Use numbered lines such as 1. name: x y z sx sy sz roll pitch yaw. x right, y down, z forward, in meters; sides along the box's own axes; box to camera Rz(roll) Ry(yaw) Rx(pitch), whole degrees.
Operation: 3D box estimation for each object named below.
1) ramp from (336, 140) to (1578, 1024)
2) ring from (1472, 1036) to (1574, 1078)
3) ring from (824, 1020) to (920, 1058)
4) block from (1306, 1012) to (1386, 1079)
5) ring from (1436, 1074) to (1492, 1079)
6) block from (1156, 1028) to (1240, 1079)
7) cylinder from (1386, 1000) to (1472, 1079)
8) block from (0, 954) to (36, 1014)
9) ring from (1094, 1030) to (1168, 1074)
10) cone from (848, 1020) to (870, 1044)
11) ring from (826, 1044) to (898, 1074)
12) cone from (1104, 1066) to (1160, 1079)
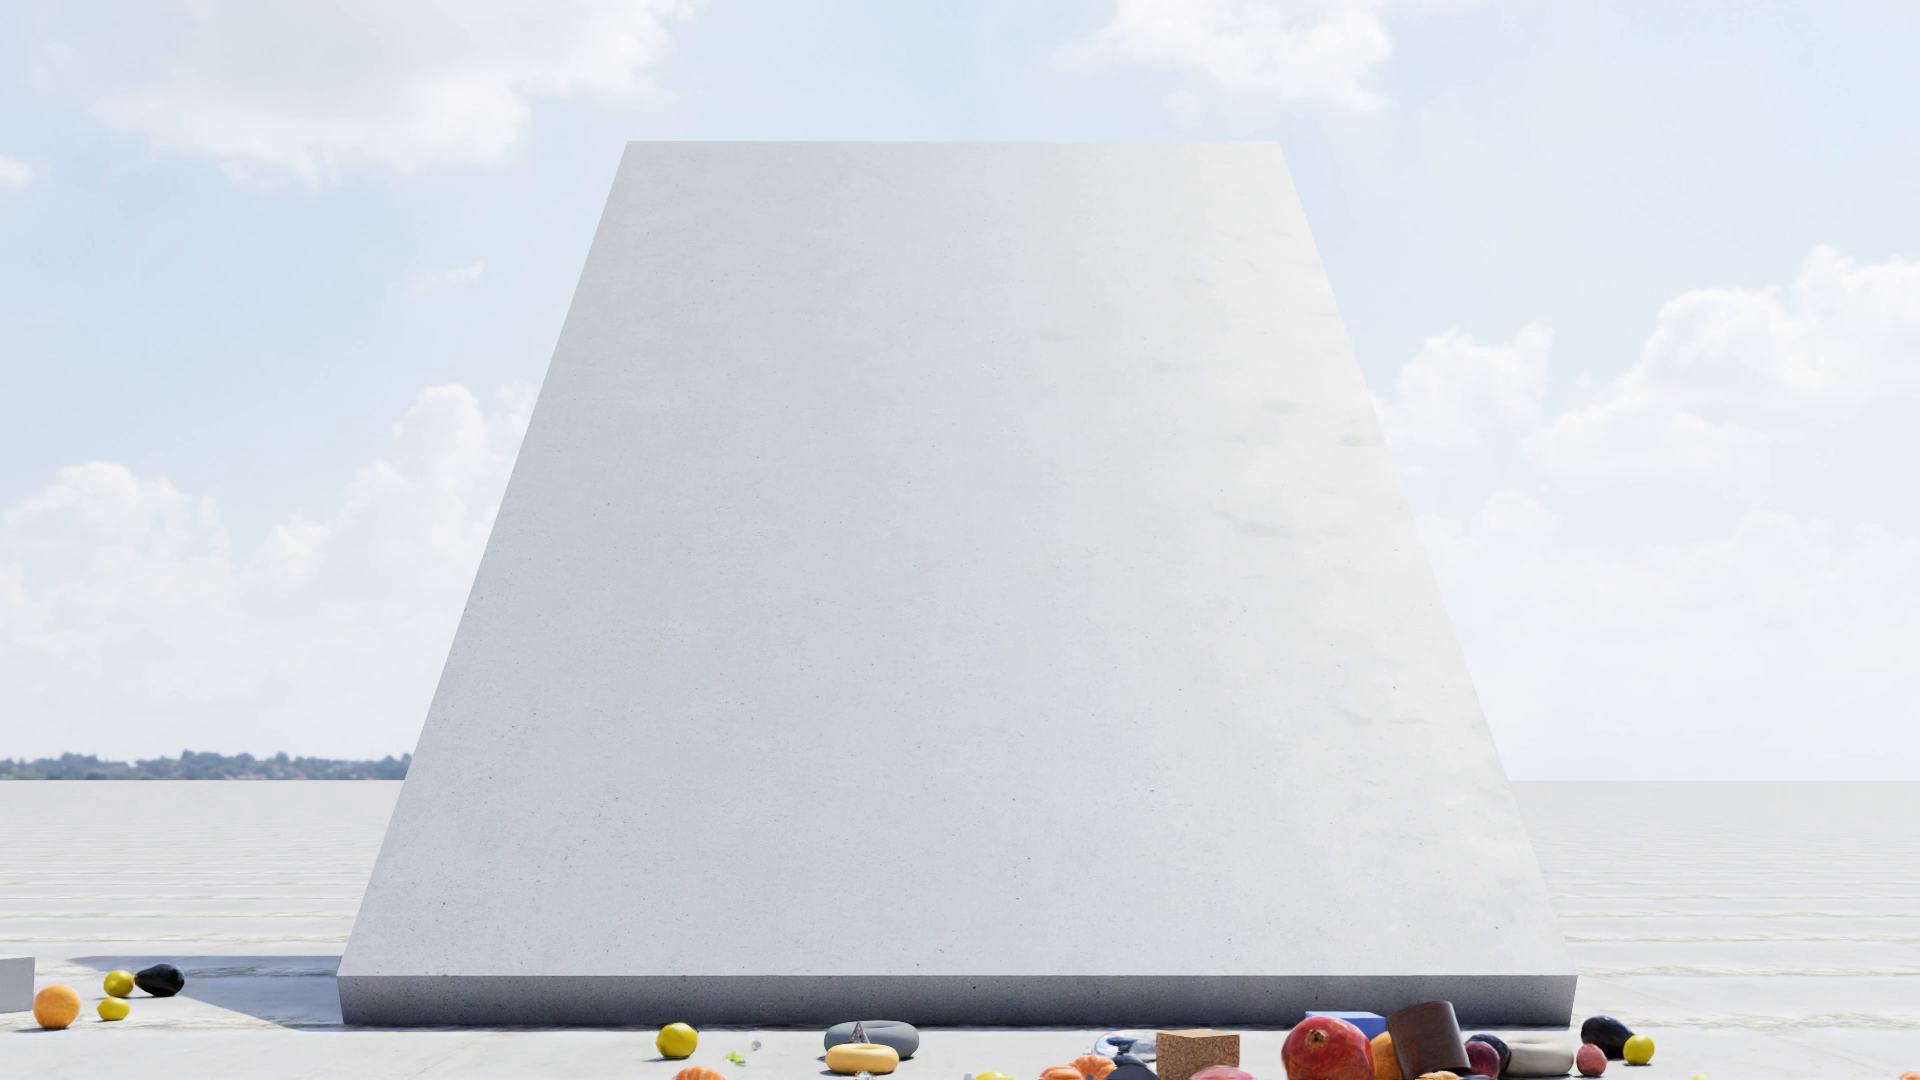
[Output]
1. ramp: -0.012 -0.218 5.638 2.000 0.100 4.000 0 29 0
2. ring: 0.768 0.704 3.269 0.136 0.045 0.136 1 -4 0
3. ring: -0.127 0.721 3.453 0.139 0.046 0.139 -1 -5 0
4. block: 0.516 0.678 3.210 0.084 0.084 0.084 1 -6 -7
5. ring: 0.636 0.689 3.025 0.078 0.026 0.078 -2 -10 0
6. block: 0.303 0.667 3.056 0.076 0.076 0.076 3 -7 -31
7. cylinder: 0.601 0.648 3.073 0.088 0.088 0.088 -10 -28 -5
8. block: -1.660 0.764 4.125 0.092 0.092 0.092 -4 -7 38
9. ring: 0.257 0.705 3.298 0.147 0.049 0.147 1 -4 0
10. cone: -0.142 0.704 3.362 0.061 0.061 0.061 0 -6 0
11. ring: -0.134 0.711 3.286 0.101 0.034 0.101 1 -5 0
12. cone: 0.189 0.657 2.748 0.083 0.083 0.083 1 -32 -15
